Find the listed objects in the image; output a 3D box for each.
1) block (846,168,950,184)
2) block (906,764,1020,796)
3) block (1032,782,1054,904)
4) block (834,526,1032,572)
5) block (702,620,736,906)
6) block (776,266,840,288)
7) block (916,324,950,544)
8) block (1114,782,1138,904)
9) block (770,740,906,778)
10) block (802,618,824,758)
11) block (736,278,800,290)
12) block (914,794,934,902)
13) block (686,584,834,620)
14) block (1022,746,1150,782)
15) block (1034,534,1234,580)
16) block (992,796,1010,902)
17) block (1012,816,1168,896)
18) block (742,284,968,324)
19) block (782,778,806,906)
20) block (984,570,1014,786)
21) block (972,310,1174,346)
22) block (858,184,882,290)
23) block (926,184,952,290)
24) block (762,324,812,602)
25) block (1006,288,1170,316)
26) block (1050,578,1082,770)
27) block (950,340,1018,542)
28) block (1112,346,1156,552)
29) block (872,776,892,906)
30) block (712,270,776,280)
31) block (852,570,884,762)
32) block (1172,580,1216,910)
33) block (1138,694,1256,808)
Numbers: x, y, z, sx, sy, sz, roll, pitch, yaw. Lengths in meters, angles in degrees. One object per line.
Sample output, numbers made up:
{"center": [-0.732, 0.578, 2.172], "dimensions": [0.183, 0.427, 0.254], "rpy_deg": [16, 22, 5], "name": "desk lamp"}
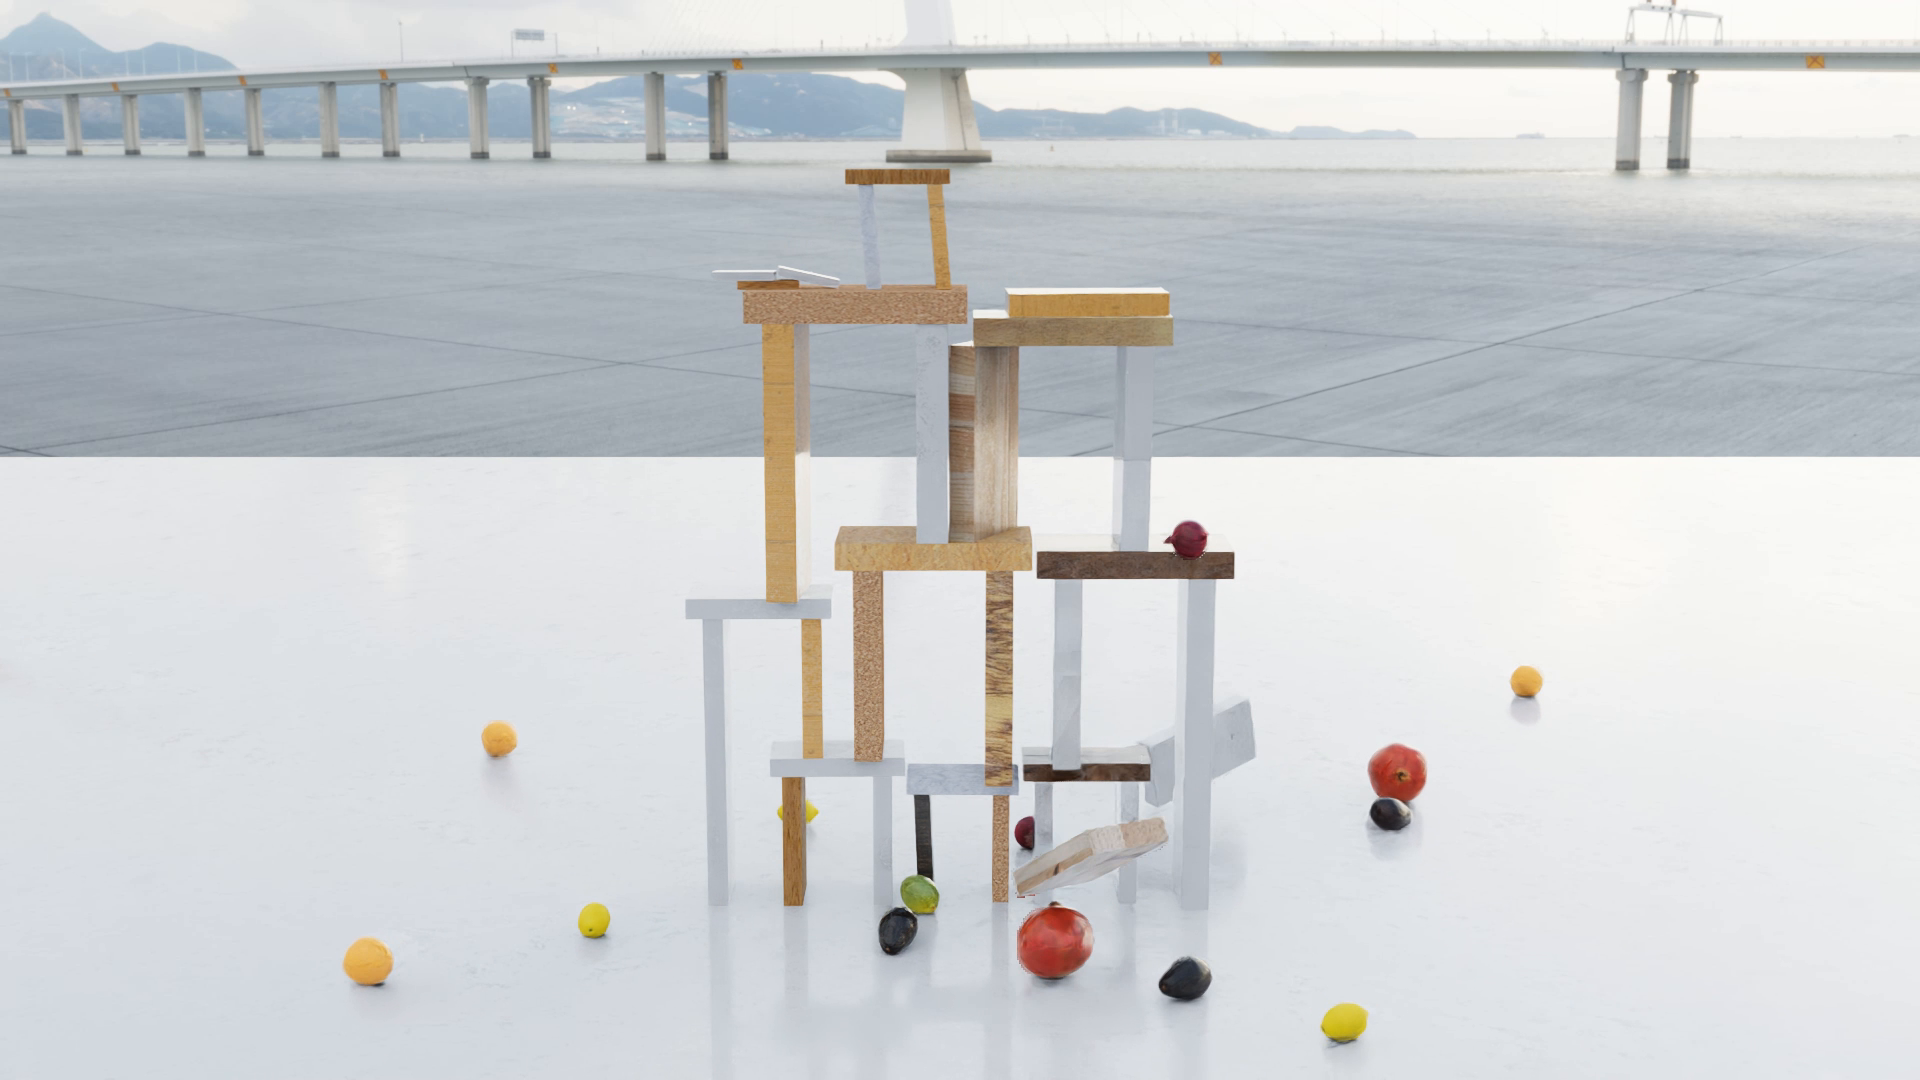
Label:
{"center": [-0.097, -0.571, 3.451], "dimensions": [0.162, 0.023, 0.081], "rpy_deg": [0, 11, 0], "name": "block"}
{"center": [0.005, 0.396, 3.636], "dimensions": [0.184, 0.026, 0.092], "rpy_deg": [0, 11, 0], "name": "block"}
{"center": [0.137, 0.487, 3.654], "dimensions": [0.029, 0.208, 0.104], "rpy_deg": [0, 11, 0], "name": "block"}
{"center": [-0.041, 0.013, 3.561], "dimensions": [0.314, 0.044, 0.157], "rpy_deg": [0, 11, 0], "name": "block"}
{"center": [-0.397, 0.352, 3.626], "dimensions": [0.033, 0.484, 0.117], "rpy_deg": [0, 11, 0], "name": "block"}
{"center": [-0.240, -0.416, 3.480], "dimensions": [0.097, 0.014, 0.049], "rpy_deg": [11, 9, -8], "name": "block"}
{"center": [-0.043, -0.181, 3.530], "dimensions": [0.049, 0.347, 0.174], "rpy_deg": [0, 11, 1], "name": "block"}
{"center": [0.276, 0.487, 3.655], "dimensions": [0.029, 0.208, 0.104], "rpy_deg": [0, 11, 0], "name": "block"}
{"center": [-0.200, 0.359, 3.623], "dimensions": [0.220, 0.031, 0.110], "rpy_deg": [0, 11, -2], "name": "block"}
{"center": [-0.242, 0.229, 3.600], "dimensions": [0.033, 0.233, 0.117], "rpy_deg": [-1, 11, -4], "name": "block"}
{"center": [-0.303, -0.405, 3.477], "dimensions": [0.097, 0.014, 0.049], "rpy_deg": [-1, 11, -4], "name": "block"}
{"center": [-0.059, 0.499, 3.656], "dimensions": [0.026, 0.184, 0.092], "rpy_deg": [-2, 11, 1], "name": "block"}
{"center": [-0.323, 0.100, 3.569], "dimensions": [0.233, 0.033, 0.117], "rpy_deg": [0, 11, -1], "name": "block"}
{"center": [0.207, 0.370, 3.634], "dimensions": [0.208, 0.029, 0.104], "rpy_deg": [0, 11, 0], "name": "block"}
{"center": [0.279, 0.026, 3.564], "dimensions": [0.314, 0.044, 0.157], "rpy_deg": [0, 11, 0], "name": "block"}
{"center": [0.068, 0.499, 3.656], "dimensions": [0.026, 0.184, 0.092], "rpy_deg": [0, 11, 0], "name": "block"}
{"center": [0.189, 0.465, 3.226], "dimensions": [0.126, 0.036, 0.252], "rpy_deg": [-6, -19, -27], "name": "block"}
{"center": [-0.162, -0.375, 3.490], "dimensions": [0.347, 0.049, 0.174], "rpy_deg": [0, 11, 0], "name": "block"}
{"center": [-0.274, 0.483, 3.644], "dimensions": [0.031, 0.220, 0.110], "rpy_deg": [0, 11, 0], "name": "block"}
{"center": [0.063, 0.209, 3.596], "dimensions": [0.044, 0.355, 0.157], "rpy_deg": [0, 11, 0], "name": "block"}
{"center": [0.177, -0.338, 3.500], "dimensions": [0.311, 0.044, 0.156], "rpy_deg": [0, 11, 0], "name": "block"}
{"center": [-0.142, -0.480, 3.474], "dimensions": [0.023, 0.162, 0.081], "rpy_deg": [-5, 11, -1], "name": "block"}
{"center": [-0.034, -0.479, 3.470], "dimensions": [0.023, 0.162, 0.081], "rpy_deg": [-5, 11, -1], "name": "block"}
{"center": [-0.276, -0.133, 3.526], "dimensions": [0.049, 0.440, 0.174], "rpy_deg": [1, 11, 4], "name": "block"}
{"center": [0.201, -0.379, 3.502], "dimensions": [0.252, 0.036, 0.126], "rpy_deg": [0, 11, -1], "name": "block"}
{"center": [0.173, 0.202, 3.597], "dimensions": [0.044, 0.314, 0.157], "rpy_deg": [0, 11, 1], "name": "block"}
{"center": [0.039, -0.164, 3.535], "dimensions": [0.044, 0.311, 0.156], "rpy_deg": [6, 12, 27], "name": "block"}
{"center": [0.277, -0.156, 3.529], "dimensions": [0.044, 0.325, 0.156], "rpy_deg": [1, 11, -2], "name": "block"}
{"center": [-0.128, 0.482, 3.649], "dimensions": [0.031, 0.220, 0.110], "rpy_deg": [0, 11, -1], "name": "block"}
{"center": [-0.340, -0.418, 3.472], "dimensions": [0.097, 0.014, 0.049], "rpy_deg": [0, 11, 1], "name": "block"}
{"center": [-0.149, 0.189, 3.595], "dimensions": [0.044, 0.314, 0.157], "rpy_deg": [0, 11, 0], "name": "block"}
{"center": [0.384, 0.319, 3.617], "dimensions": [0.044, 0.551, 0.157], "rpy_deg": [0, 11, 0], "name": "block"}
{"center": [0.449, 0.396, 4.149], "dimensions": [0.252, 0.126, 0.036], "rpy_deg": [-22, 24, -31], "name": "block"}
